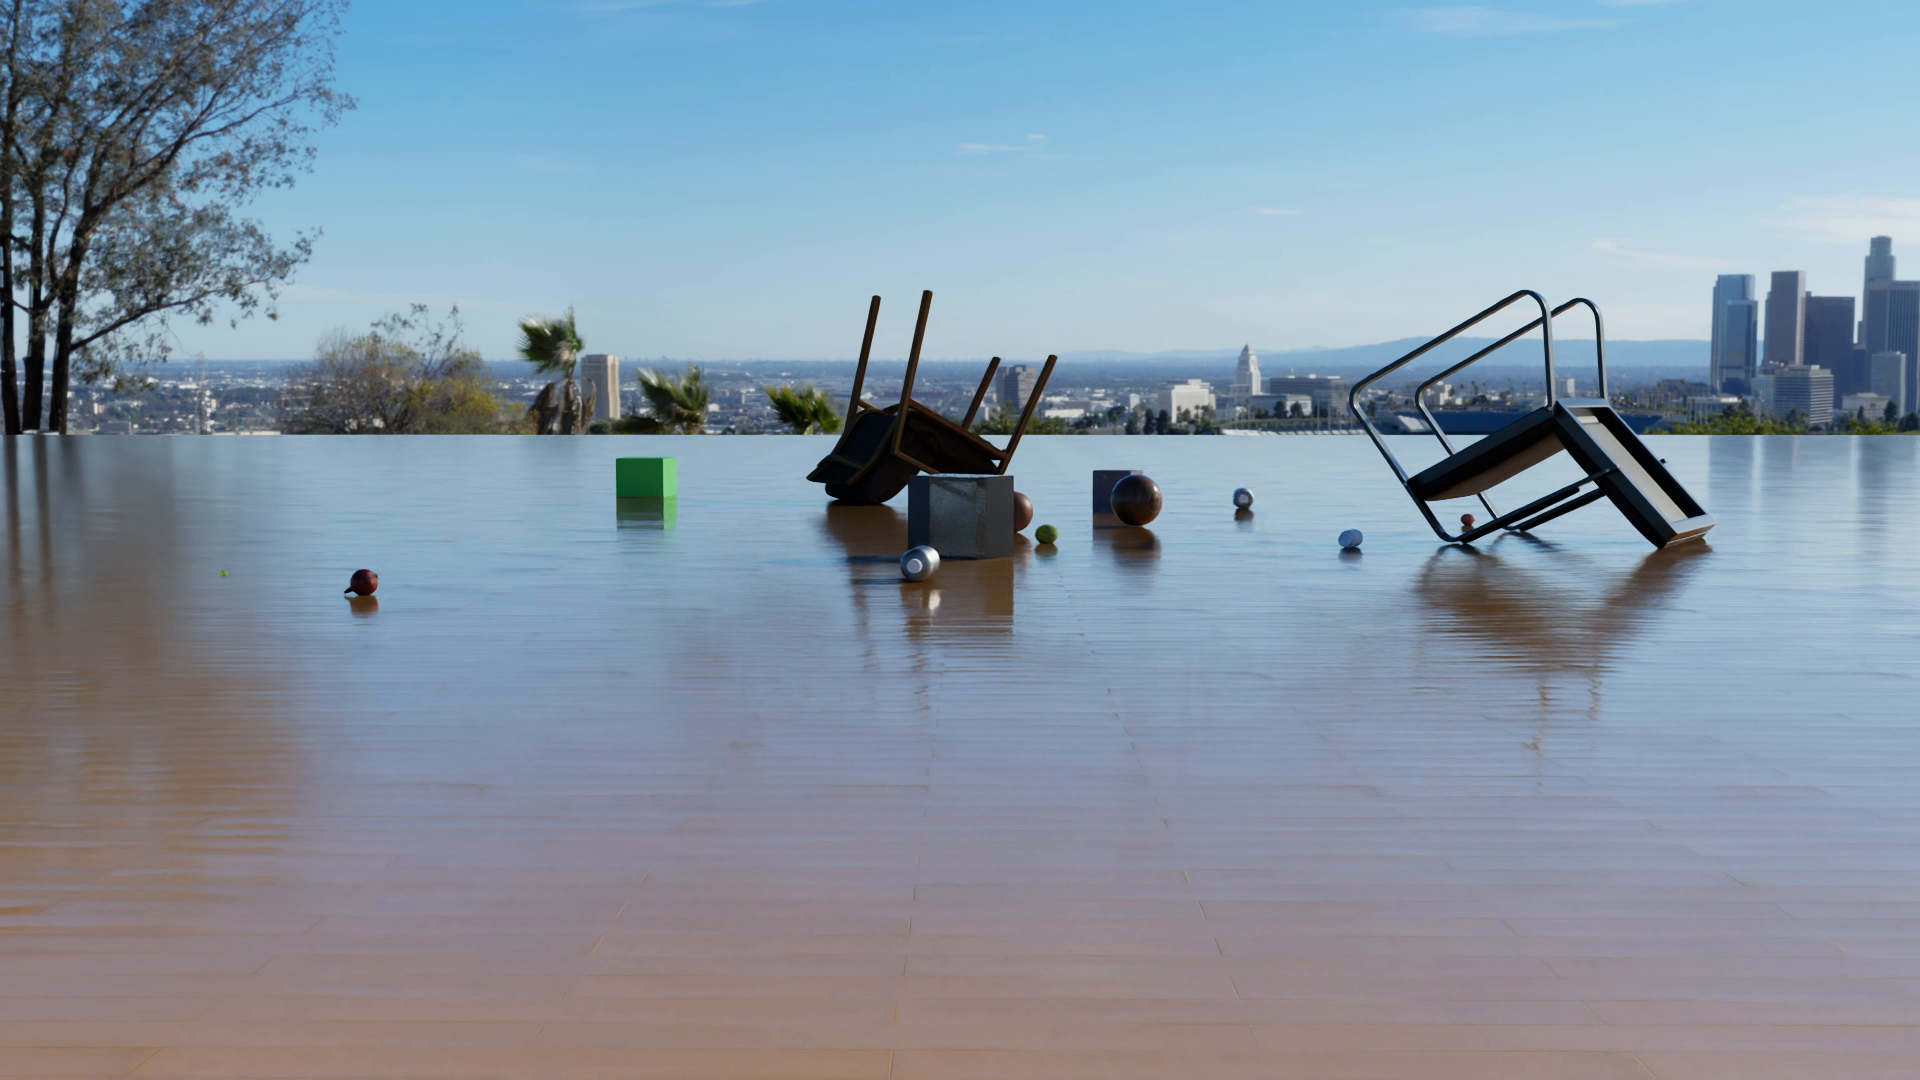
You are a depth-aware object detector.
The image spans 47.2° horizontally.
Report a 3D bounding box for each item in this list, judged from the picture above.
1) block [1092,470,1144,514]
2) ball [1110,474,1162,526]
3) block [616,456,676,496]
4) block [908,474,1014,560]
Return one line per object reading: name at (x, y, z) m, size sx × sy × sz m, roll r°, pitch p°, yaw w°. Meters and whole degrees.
block at (0.575, -0.177, 8.015) m, size 0.150 × 0.153 × 0.112 m, roll 2°, pitch 4°, yaw 28°
ball at (0.578, -0.130, 7.192) m, size 0.171 × 0.171 × 0.171 m, roll 0°, pitch 4°, yaw 0°
block at (-1.321, -0.267, 9.264) m, size 0.204 × 0.160 × 0.197 m, roll 1°, pitch 4°, yaw 9°
block at (0.003, -0.064, 5.892) m, size 0.220 × 0.218 × 0.180 m, roll 3°, pitch 5°, yaw 34°
